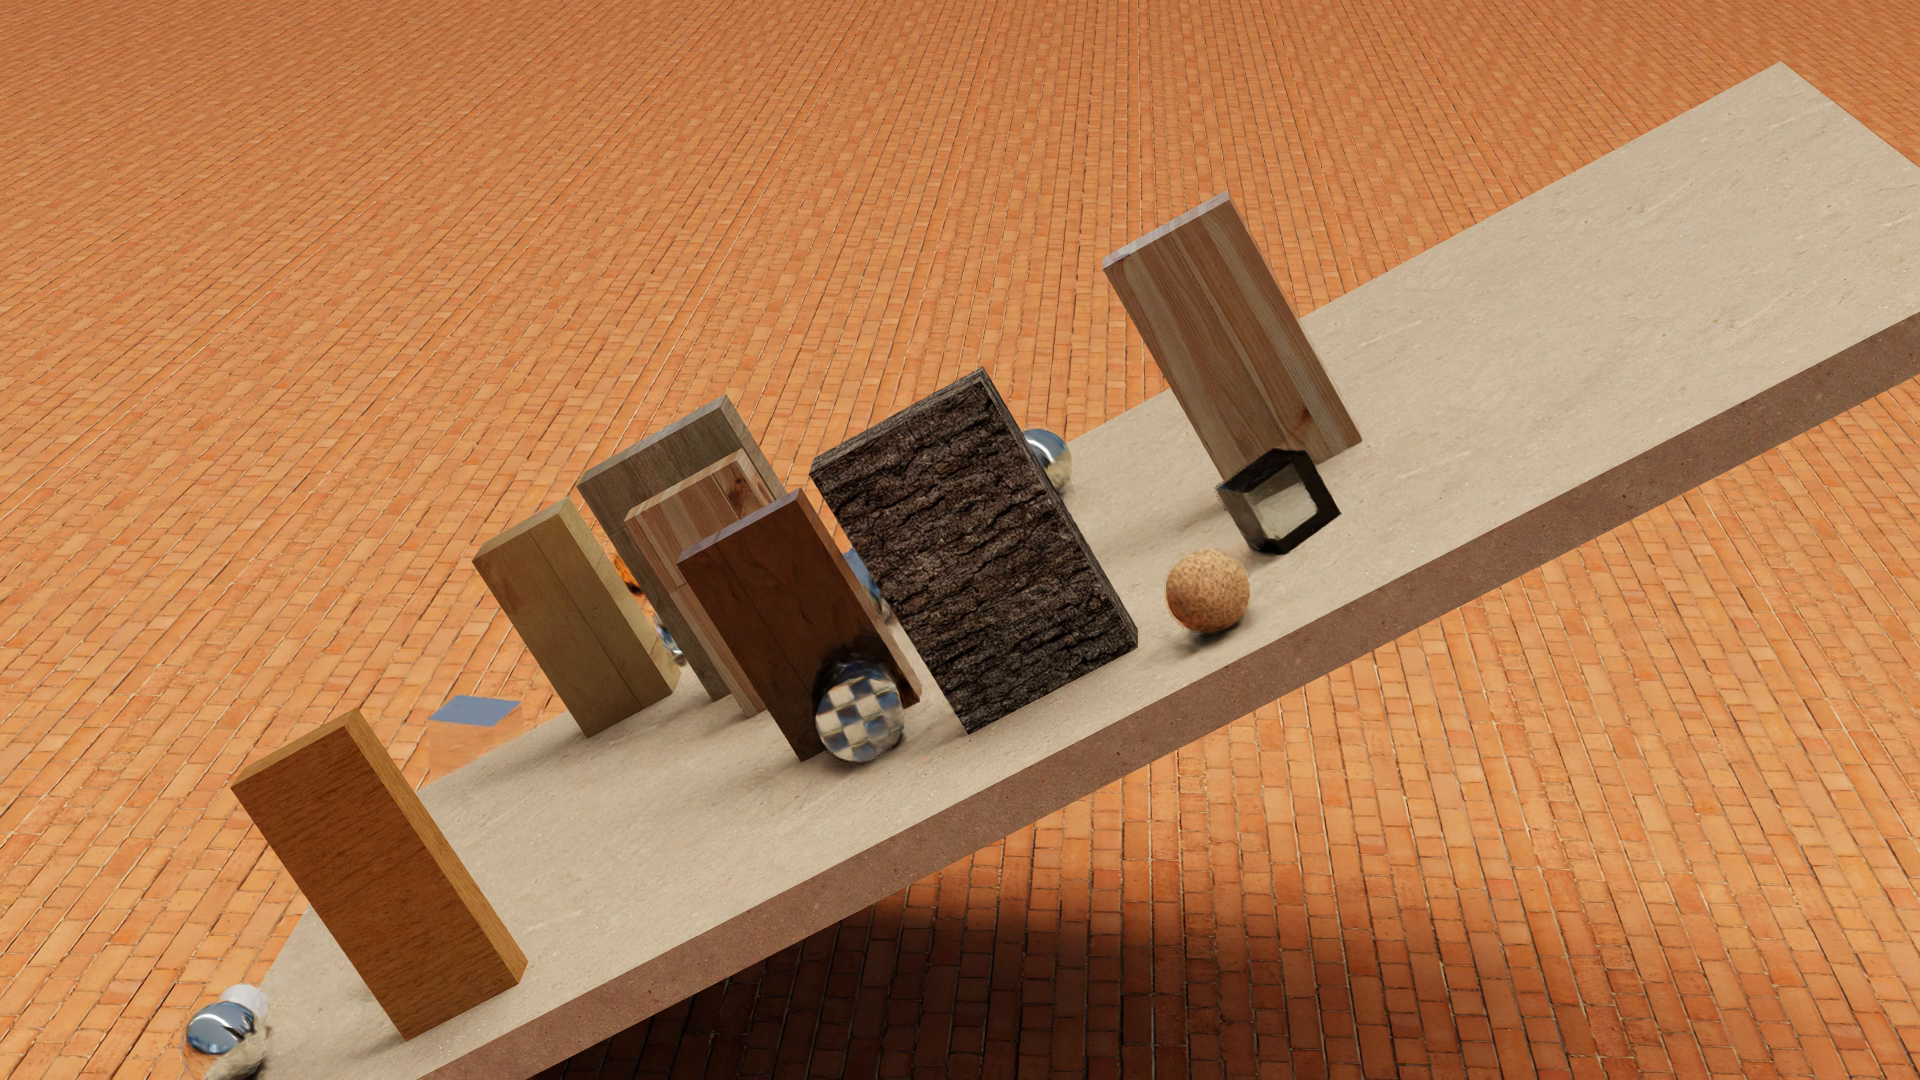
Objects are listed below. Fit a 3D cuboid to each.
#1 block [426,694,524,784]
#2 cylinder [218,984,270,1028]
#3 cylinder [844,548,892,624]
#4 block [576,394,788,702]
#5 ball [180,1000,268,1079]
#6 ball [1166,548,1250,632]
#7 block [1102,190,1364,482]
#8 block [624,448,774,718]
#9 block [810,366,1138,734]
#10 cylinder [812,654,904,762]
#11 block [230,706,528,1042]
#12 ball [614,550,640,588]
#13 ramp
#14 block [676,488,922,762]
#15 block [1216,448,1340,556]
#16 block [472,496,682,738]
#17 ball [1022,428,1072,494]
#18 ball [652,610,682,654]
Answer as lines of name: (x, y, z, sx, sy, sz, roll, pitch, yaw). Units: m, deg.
block: (-1.332, 0.560, 8.102, 0.194, 0.194, 0.194, 5, 19, 15)
cylinder: (-1.554, 1.033, 6.344, 0.114, 0.114, 0.114, -1, 14, -4)
cylinder: (-0.228, 0.126, 6.633, 0.167, 0.167, 0.167, 5, 26, 15)
block: (-0.552, 0.021, 6.760, 0.384, 0.600, 0.115, -28, 15, 12)
ball: (-1.539, 1.053, 6.151, 0.176, 0.176, 0.176, 0, 18, 0)
ball: (0.454, 0.093, 5.391, 0.154, 0.154, 0.154, 0, 18, 0)
block: (0.553, -0.386, 5.960, 0.287, 0.569, 0.099, -28, 15, 12)
block: (-0.474, 0.098, 6.494, 0.292, 0.527, 0.093, -28, 15, 12)
block: (0.030, 0.024, 5.580, 0.371, 0.599, 0.103, -28, 15, 12)
cylinder: (-0.204, 0.333, 5.874, 0.174, 0.174, 0.174, -2, 14, -5)
block: (-1.132, 0.658, 5.756, 0.267, 0.621, 0.098, -28, 15, 12)
ball: (-1.039, 0.069, 9.599, 0.179, 0.179, 0.179, 0, 18, 0)
ramp: (0.142, 0.168, 6.284, 4.000, 0.100, 2.000, -28, 15, 12)
block: (-0.324, 0.175, 6.003, 0.284, 0.493, 0.085, -28, 15, 12)
block: (0.612, -0.074, 5.656, 0.143, 0.143, 0.143, -35, 15, -15)
block: (-0.924, 0.188, 7.112, 0.247, 0.521, 0.137, -28, 15, 12)
ball: (0.176, -0.172, 6.791, 0.169, 0.169, 0.169, 0, 18, 0)
ball: (-0.692, 0.209, 7.322, 0.152, 0.152, 0.152, 0, 18, 0)
